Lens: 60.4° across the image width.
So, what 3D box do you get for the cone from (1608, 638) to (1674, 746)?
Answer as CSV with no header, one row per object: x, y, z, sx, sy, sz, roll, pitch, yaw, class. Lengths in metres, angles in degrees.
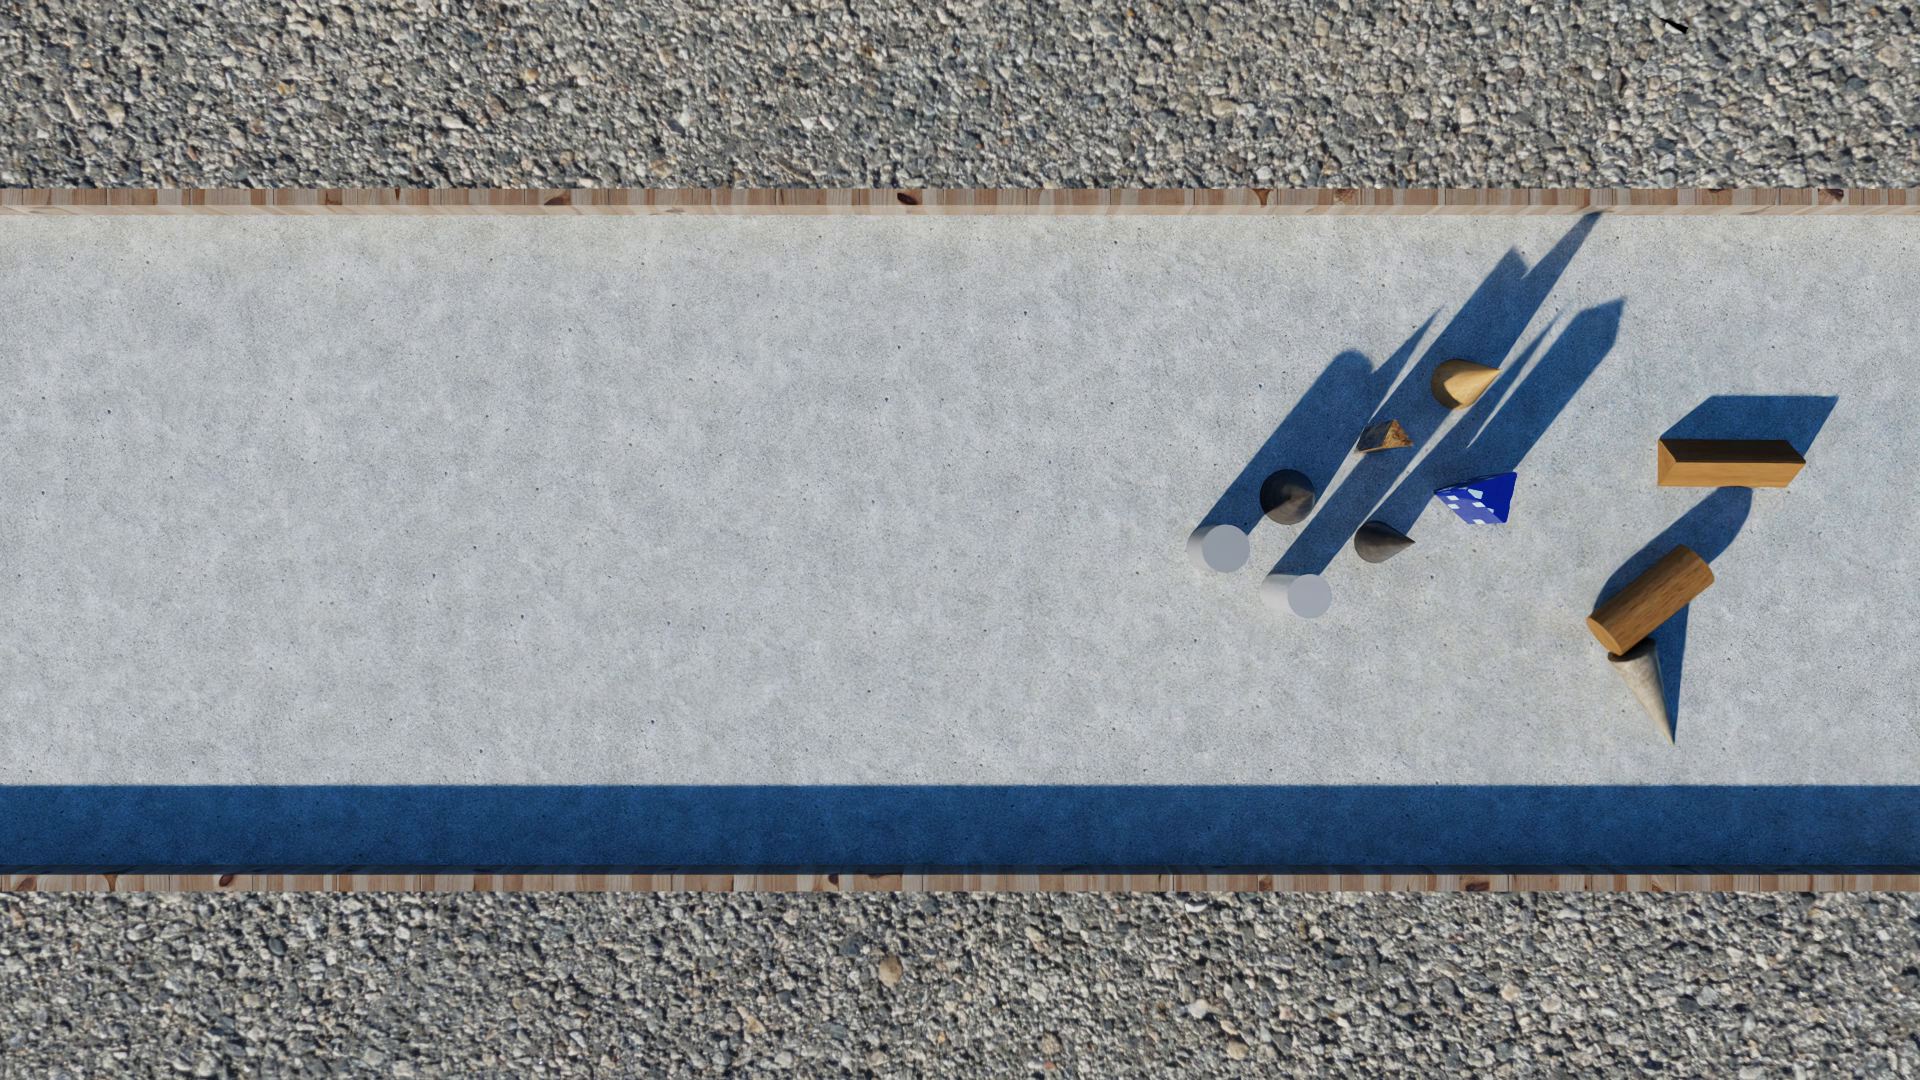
2.119,0.488,5.041,0.146,0.146,0.357,-28,102,0,cone

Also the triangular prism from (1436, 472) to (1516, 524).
1.556,-0.146,4.909,0.149,0.335,0.129,42,90,0,triangular prism

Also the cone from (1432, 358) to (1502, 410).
1.529,-0.480,4.862,0.158,0.430,0.158,0,90,0,cone

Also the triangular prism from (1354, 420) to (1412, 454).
1.252,-0.308,4.906,0.089,0.340,0.077,-5,90,0,triangular prism

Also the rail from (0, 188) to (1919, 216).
-2.247,-1.025,5.002,12.000,0.150,0.050,0,90,0,rail

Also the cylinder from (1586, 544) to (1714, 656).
2.091,0.183,5.001,0.357,0.150,0.150,-39,90,0,cylinder

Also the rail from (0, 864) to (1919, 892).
-2.247,1.025,5.001,12.000,0.150,0.050,0,90,0,rail

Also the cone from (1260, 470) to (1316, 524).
1.009,-0.132,4.894,0.172,0.365,0.172,0,90,0,cone

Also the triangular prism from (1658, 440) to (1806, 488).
2.343,-0.235,5.011,0.392,0.124,0.143,0,90,0,triangular prism

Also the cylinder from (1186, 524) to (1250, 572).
0.766,0.025,4.912,0.139,0.329,0.139,0,90,0,cylinder

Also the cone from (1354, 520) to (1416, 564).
1.278,0.006,4.848,0.132,0.457,0.132,0,90,0,cone

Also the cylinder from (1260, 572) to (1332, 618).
0.985,0.159,4.861,0.126,0.430,0.126,0,90,0,cylinder
